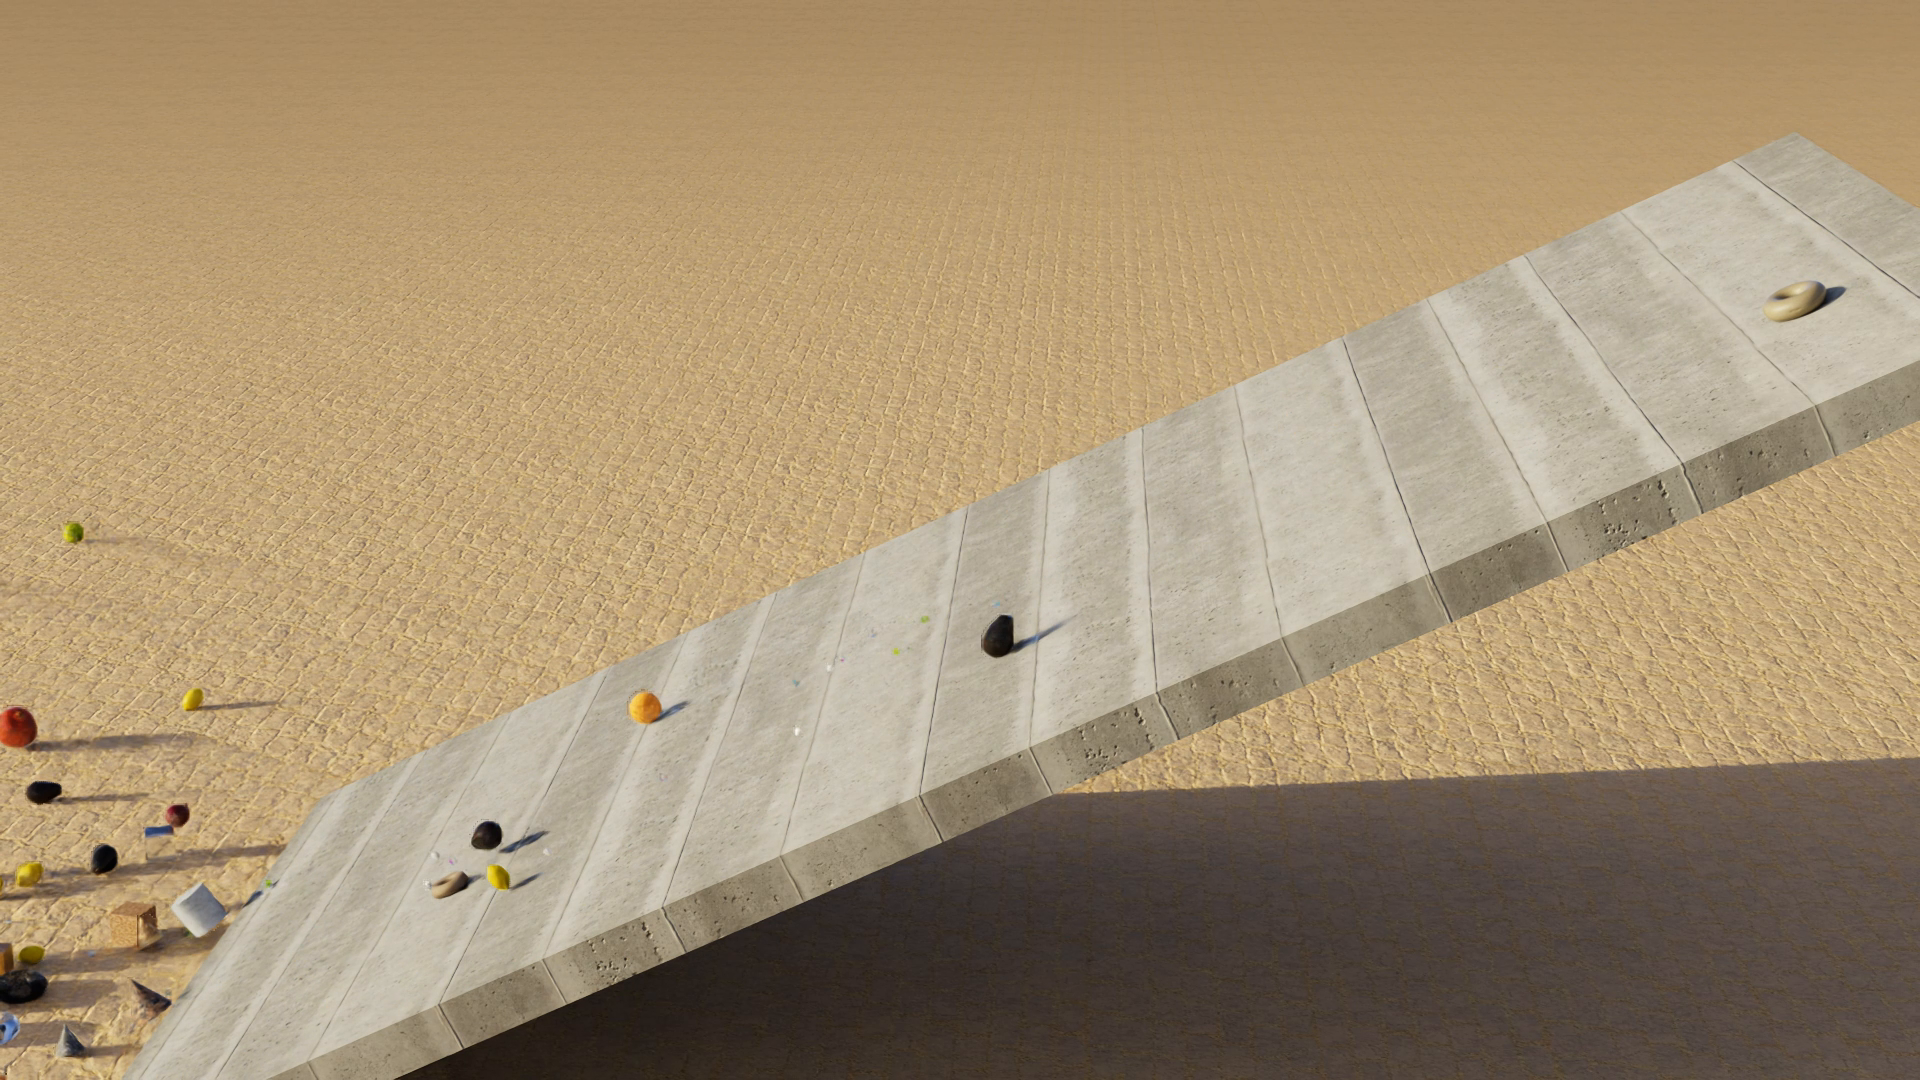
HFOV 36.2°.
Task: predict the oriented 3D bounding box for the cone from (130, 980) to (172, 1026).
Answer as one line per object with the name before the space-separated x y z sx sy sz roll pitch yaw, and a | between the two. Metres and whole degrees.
cone | -1.771 0.987 6.366 0.092 0.092 0.092 -29 13 7

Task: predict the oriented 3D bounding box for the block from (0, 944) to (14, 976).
block | -2.202 0.961 6.713 0.062 0.062 0.062 0 16 1

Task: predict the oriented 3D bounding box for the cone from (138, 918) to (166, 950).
cone | -1.894 0.906 6.847 0.070 0.070 0.070 -23 9 4

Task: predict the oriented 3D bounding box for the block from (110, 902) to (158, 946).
block | -1.938 0.901 6.897 0.076 0.076 0.076 5 17 16

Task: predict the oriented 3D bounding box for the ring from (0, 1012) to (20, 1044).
ring | -2.108 1.063 6.394 0.124 0.041 0.124 -1 17 0

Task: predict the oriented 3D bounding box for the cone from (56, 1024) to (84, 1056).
cone | -1.918 1.069 6.318 0.061 0.061 0.061 -7 10 1

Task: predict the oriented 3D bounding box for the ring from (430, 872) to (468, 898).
ring | -1.071 0.724 6.170 0.083 0.028 0.083 -24 13 6

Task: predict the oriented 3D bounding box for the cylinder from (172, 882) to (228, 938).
cylinder | -1.780 0.867 6.880 0.093 0.093 0.093 -36 10 8

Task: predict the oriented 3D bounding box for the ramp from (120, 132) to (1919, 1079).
ramp | 0.136 0.168 6.282 4.000 0.100 2.000 -24 13 9

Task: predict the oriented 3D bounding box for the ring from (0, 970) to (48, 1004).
ring | -2.111 1.003 6.603 0.122 0.041 0.122 1 17 0

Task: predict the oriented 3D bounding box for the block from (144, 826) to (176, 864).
block | -2.008 0.765 7.384 0.071 0.071 0.071 -4 16 -15

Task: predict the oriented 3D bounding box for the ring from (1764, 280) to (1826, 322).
ring | 1.590 -0.455 5.603 0.123 0.041 0.123 -24 14 7
